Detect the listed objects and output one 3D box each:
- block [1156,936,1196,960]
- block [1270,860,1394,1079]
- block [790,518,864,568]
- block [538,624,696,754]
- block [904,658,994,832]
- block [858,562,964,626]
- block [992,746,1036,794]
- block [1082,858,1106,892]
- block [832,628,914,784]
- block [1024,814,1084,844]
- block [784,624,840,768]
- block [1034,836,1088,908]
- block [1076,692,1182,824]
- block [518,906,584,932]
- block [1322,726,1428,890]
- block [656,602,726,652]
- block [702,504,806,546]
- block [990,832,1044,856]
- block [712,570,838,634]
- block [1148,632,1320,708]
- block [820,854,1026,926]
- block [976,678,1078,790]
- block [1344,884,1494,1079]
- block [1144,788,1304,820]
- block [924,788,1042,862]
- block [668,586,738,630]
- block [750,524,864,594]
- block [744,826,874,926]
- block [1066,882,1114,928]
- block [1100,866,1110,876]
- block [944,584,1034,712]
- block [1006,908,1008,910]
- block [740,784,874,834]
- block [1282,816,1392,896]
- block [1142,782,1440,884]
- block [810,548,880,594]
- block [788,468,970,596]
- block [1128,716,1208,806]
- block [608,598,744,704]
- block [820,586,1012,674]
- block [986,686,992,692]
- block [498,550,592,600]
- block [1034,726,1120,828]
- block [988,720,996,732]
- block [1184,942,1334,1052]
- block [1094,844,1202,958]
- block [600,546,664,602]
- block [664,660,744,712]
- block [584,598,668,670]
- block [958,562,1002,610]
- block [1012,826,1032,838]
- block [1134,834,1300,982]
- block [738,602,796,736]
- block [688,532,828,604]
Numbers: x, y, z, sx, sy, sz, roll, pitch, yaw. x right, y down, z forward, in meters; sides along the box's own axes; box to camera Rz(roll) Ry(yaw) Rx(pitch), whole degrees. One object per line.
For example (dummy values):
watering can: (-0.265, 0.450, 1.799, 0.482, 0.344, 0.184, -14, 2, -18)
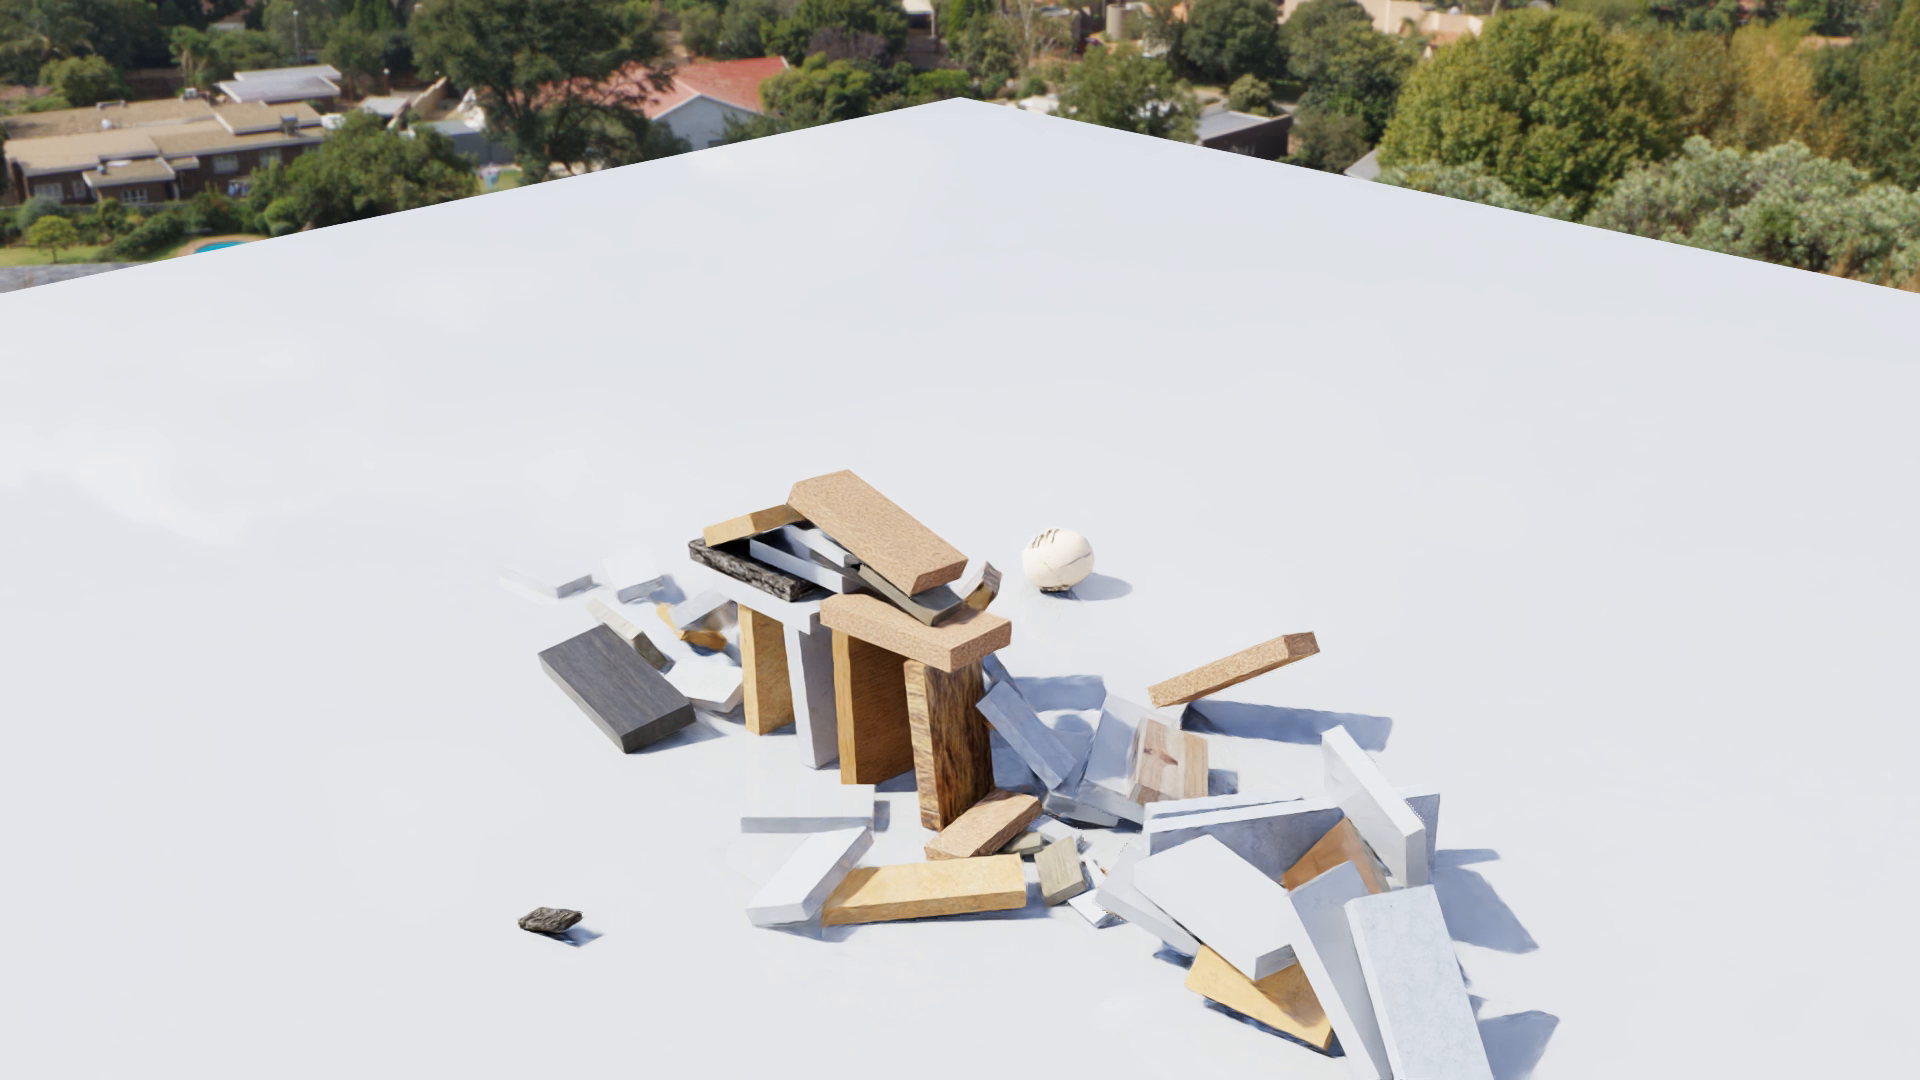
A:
block: (0.500, 0.735, 3.979, 0.265, 0.037, 0.132, 21, 30, 40)
block: (0.666, 0.725, 3.683, 0.169, 0.338, 0.048, -20, -10, -39)
block: (-0.253, -0.001, 4.486, 0.096, 0.027, 0.193, -17, 30, -34)
block: (-0.767, 0.325, 4.889, 0.172, 0.049, 0.472, -25, 32, -23)
block: (-0.019, 0.384, 4.398, 0.050, 0.355, 0.177, 9, 24, 38)
block: (-0.098, 0.093, 4.372, 0.193, 0.027, 0.096, 36, 39, 24)
block: (0.099, 0.483, 4.592, 0.082, 0.023, 0.164, -5, 23, -11)
block: (0.249, 0.649, 4.178, 0.052, 0.015, 0.103, -30, 34, -7)
block: (-0.171, 0.325, 4.538, 0.177, 0.355, 0.050, -20, 27, -39)
block: (0.185, 0.575, 4.339, 0.103, 0.015, 0.051, 23, 32, 22)
block: (-0.281, 0.304, 4.636, 0.045, 0.316, 0.158, 11, 24, 42)
block: (0.192, 0.631, 4.200, 0.082, 0.023, 0.164, -26, 23, 6)
block: (0.352, 0.451, 4.547, 0.169, 0.048, 0.419, 21, 23, 2)
block: (-0.755, 0.699, 4.051, 0.115, 0.016, 0.058, -3, 16, 40)
block: (0.761, 0.491, 4.046, 0.042, 0.149, 0.298, -21, 40, -12)
block: (-0.630, 0.201, 5.148, 0.108, 0.030, 0.215, 18, 7, -27)
block: (-0.421, -0.038, 4.601, 0.144, 0.041, 0.289, -16, 2, -27)
block: (0.109, 0.598, 4.296, 0.103, 0.015, 0.051, -13, 21, 11)
block: (-0.361, 0.109, 4.633, 0.158, 0.045, 0.316, -21, 30, -40)
block: (0.591, 0.281, 4.754, 0.338, 0.048, 0.169, -24, -12, 29)
block: (-0.070, 0.656, 4.133, 0.380, 0.037, 0.131, -5, 23, -2)
block: (0.134, 0.388, 4.411, 0.228, 0.032, 0.114, 48, 24, 0)
block: (0.758, 0.757, 3.625, 0.149, 0.042, 0.359, -7, 67, -16)
block: (0.504, 0.567, 4.224, 0.302, 0.151, 0.043, -4, 23, -12)
block: (0.046, 0.567, 4.320, 0.114, 0.032, 0.228, 8, 31, 41)
block: (-0.526, 0.144, 5.037, 0.172, 0.049, 0.344, -30, -9, 11)
block: (-0.290, 0.034, 4.594, 0.144, 0.041, 0.289, -21, 30, -40)
block: (-0.281, 0.631, 4.134, 0.131, 0.037, 0.262, -12, 19, 32)
block: (0.244, 0.681, 4.110, 0.052, 0.015, 0.104, -36, 35, -15)
block: (0.285, 0.659, 4.190, 0.052, 0.015, 0.103, -16, 28, -34)
block: (0.040, 0.226, 4.646, 0.032, 0.352, 0.114, -34, -5, -6)
block: (0.079, 0.666, 4.173, 0.051, 0.015, 0.103, 7, 24, 15)
block: (-0.305, 0.542, 4.435, 0.262, 0.037, 0.131, 0, 23, 0)
block: (0.691, 0.643, 4.001, 0.048, 0.169, 0.338, 41, 12, -12)
block: (0.634, 0.577, 4.208, 0.588, 0.151, 0.043, -6, 24, -13)
block: (-0.202, 0.045, 4.476, 0.193, 0.027, 0.096, 25, 34, 32)
block: (-0.166, -0.019, 4.425, 0.344, 0.049, 0.172, 36, 30, 25)
block: (0.424, 0.465, 4.458, 0.149, 0.042, 0.298, 20, 23, -1)
block: (-0.645, 0.256, 5.118, 0.108, 0.030, 0.576, -16, 28, -32)
block: (-0.091, 0.164, 4.392, 0.355, 0.050, 0.177, 18, 29, 38)
block: (0.054, 0.358, 4.896, 0.115, 0.016, 0.058, -20, 30, -39)
block: (-1.042, 0.086, 5.516, 0.228, 0.032, 0.114, 18, 29, 36)
block: (0.231, 0.482, 4.518, 0.151, 0.043, 0.301, 14, 21, -11)
block: (0.046, 0.399, 4.798, 0.225, 0.016, 0.058, -9, 25, -20)
block: (0.532, 0.761, 3.781, 0.265, 0.132, 0.037, 19, -13, 28)
block: (0.387, 0.660, 3.942, 0.265, 0.037, 0.132, 27, 40, 13)
block: (-0.810, 0.083, 5.418, 0.114, 0.032, 0.228, -18, 24, -13)
block: (-0.567, 0.322, 4.872, 0.215, 0.030, 0.108, 5, 43, 36)
block: (-0.776, 0.218, 5.103, 0.032, 0.114, 0.228, -46, 41, -15)
block: (-0.039, 0.206, 4.876, 0.048, 0.338, 0.169, 40, 14, -6)
block: (0.106, 0.562, 4.407, 0.164, 0.023, 0.082, 20, 30, 39)
block: (0.471, 0.635, 3.829, 0.169, 0.048, 0.338, -16, 29, -29)
block: (-0.398, 0.250, 4.765, 0.158, 0.316, 0.045, -21, 29, -41)
block: (-0.415, 0.047, 4.672, 0.144, 0.041, 0.333, -21, 30, -40)
